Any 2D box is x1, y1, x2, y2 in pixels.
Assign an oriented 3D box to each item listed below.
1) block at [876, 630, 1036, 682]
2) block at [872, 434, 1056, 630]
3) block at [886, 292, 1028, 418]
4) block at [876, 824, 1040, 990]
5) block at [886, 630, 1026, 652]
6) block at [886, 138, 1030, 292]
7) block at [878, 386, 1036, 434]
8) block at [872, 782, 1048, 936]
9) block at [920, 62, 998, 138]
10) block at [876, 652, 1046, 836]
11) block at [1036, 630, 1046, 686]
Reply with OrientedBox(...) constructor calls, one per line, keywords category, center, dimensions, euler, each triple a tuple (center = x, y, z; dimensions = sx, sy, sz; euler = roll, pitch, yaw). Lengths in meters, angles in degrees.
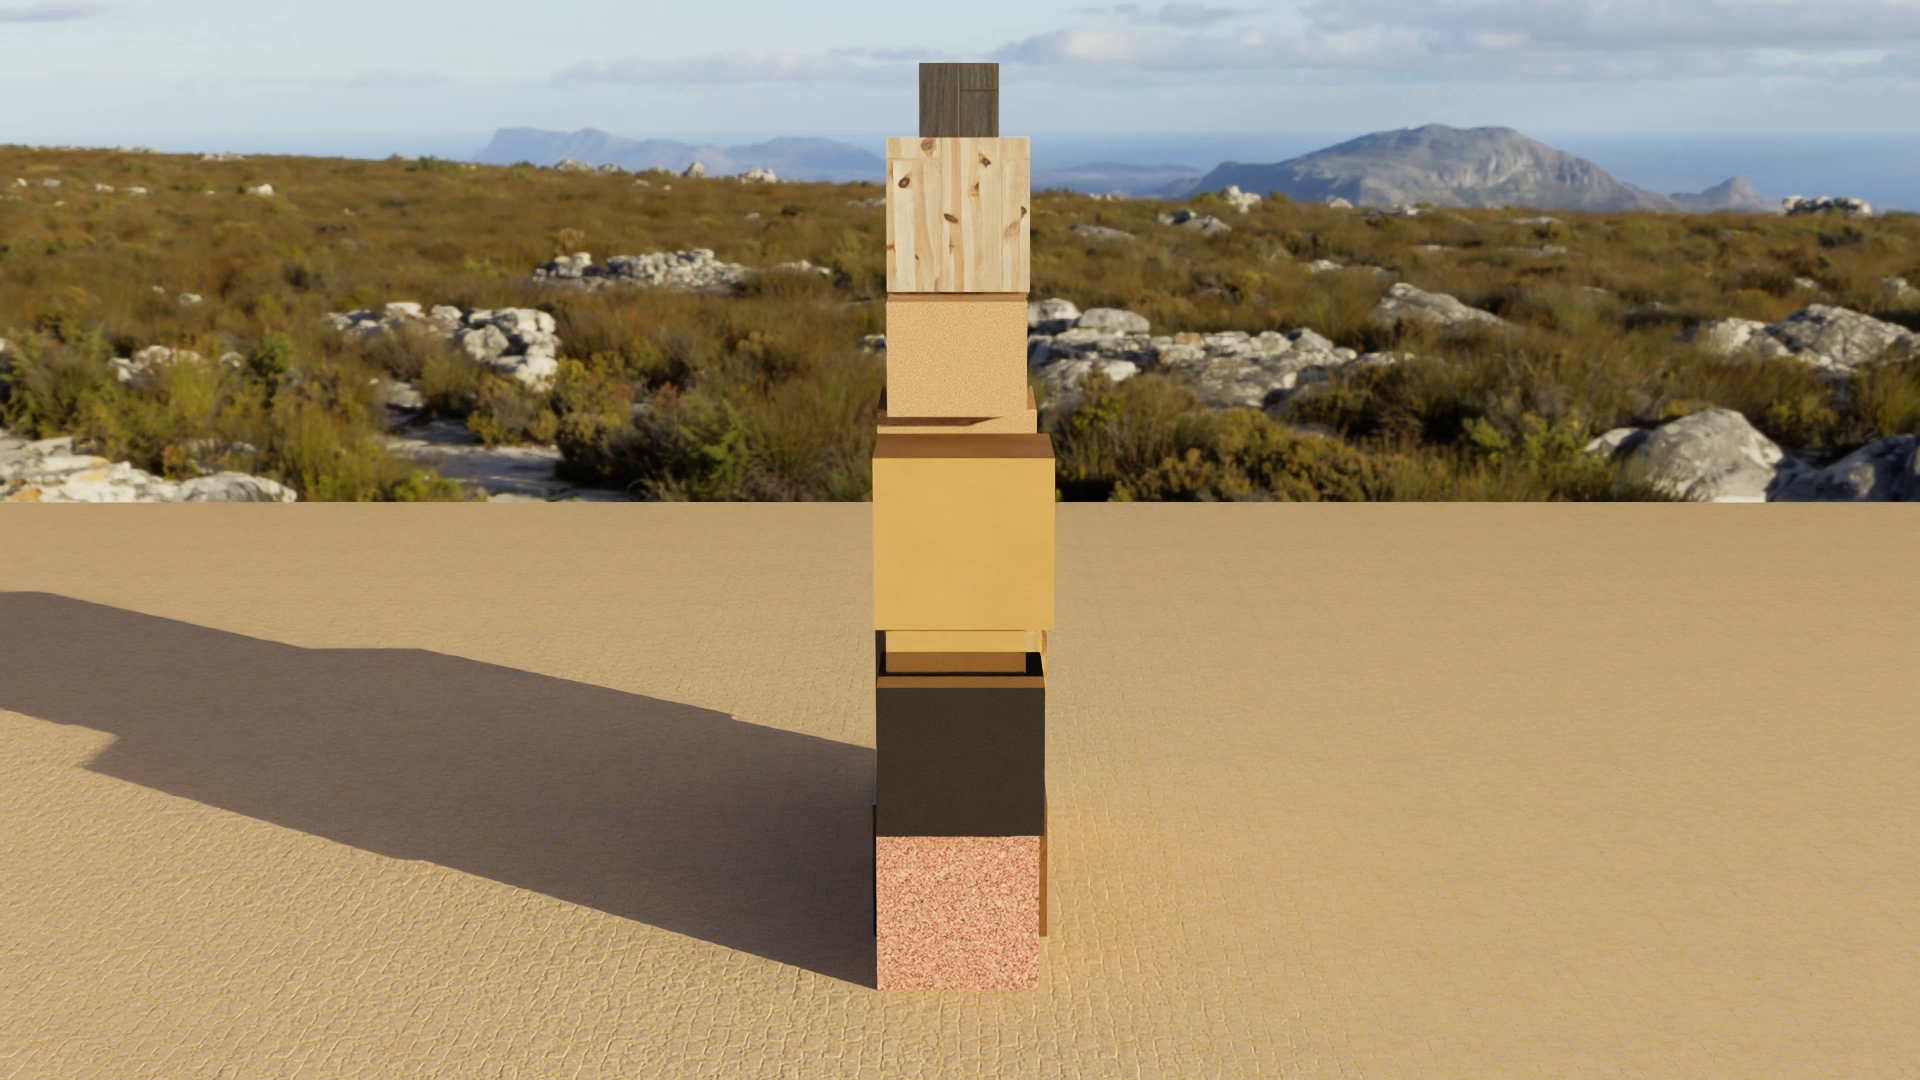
OrientedBox(category="block", center=(-0.016, 0.515, 11.252), dimensions=(0.685, 0.648, 0.669), euler=(0, 12, 0))
OrientedBox(category="block", center=(0.015, -0.045, 10.484), dimensions=(0.717, 0.689, 0.700), euler=(0, 11, 0))
OrientedBox(category="block", center=(-0.012, -0.793, 10.773), dimensions=(0.574, 0.474, 0.547), euler=(0, 12, 0))
OrientedBox(category="block", center=(-0.008, 1.372, 10.204), dimensions=(0.626, 0.649, 0.622), euler=(0, 10, 0))
OrientedBox(category="block", center=(-0.017, 0.625, 10.607), dimensions=(0.558, 0.674, 0.627), euler=(0, 11, 0))
OrientedBox(category="block", center=(-0.007, -1.388, 10.909), dimensions=(0.593, 0.632, 0.584), euler=(0, 8, 0))
OrientedBox(category="block", center=(-0.013, -0.248, 11.173), dimensions=(0.668, 0.756, 0.717), euler=(0, 12, 0))
OrientedBox(category="block", center=(0.001, 1.293, 10.882), dimensions=(0.715, 0.562, 0.721), euler=(0, 10, 0))
OrientedBox(category="block", center=(-0.004, -1.853, 10.842), dimensions=(0.331, 0.308, 0.382), euler=(0, 8, 0))
OrientedBox(category="block", center=(0.003, 0.786, 9.999), dimensions=(0.635, 0.578, 0.610), euler=(0, 10, 0))
OrientedBox(category="block", center=(0.005, 0.355, 11.917), dimensions=(0.776, 0.711, 0.665), euler=(0, 10, 0))
